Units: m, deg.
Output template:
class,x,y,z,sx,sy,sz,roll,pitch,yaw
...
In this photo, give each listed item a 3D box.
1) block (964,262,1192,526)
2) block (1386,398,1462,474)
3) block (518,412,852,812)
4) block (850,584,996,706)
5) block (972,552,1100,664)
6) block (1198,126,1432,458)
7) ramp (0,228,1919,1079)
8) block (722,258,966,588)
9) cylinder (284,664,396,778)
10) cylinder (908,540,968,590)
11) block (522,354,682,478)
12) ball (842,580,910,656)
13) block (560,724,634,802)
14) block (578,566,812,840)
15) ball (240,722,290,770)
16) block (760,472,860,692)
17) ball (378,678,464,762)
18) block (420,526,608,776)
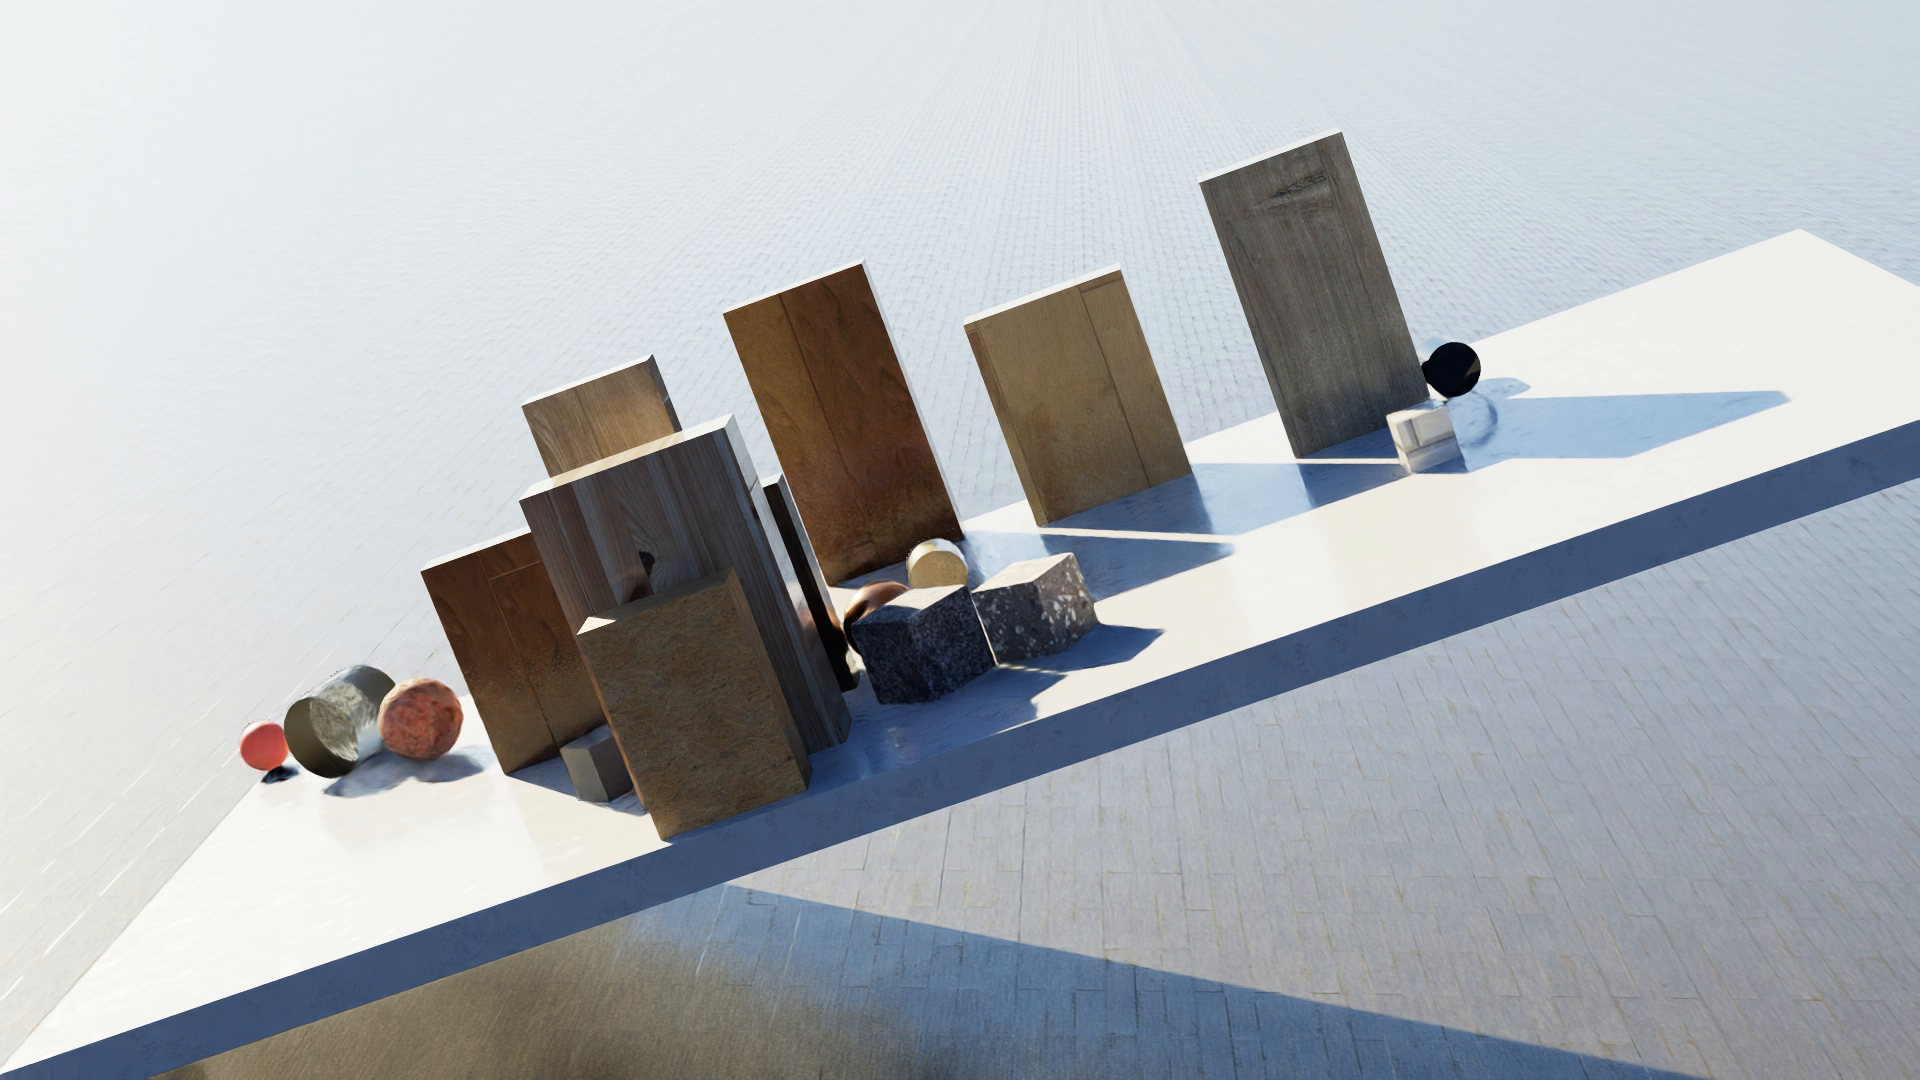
class,x,y,z,sx,sy,sz,roll,pitch,yaw
block,0.277,-0.339,6.883,0.385,0.508,0.122,-19,11,6
block,0.965,-0.217,6.116,0.110,0.110,0.110,-20,11,2
block,-0.523,0.140,5.672,0.419,0.652,0.149,-19,11,6
block,-0.073,0.207,5.787,0.174,0.174,0.174,-29,14,-38
block,0.149,0.134,5.791,0.154,0.154,0.154,-12,14,38
block,0.797,-0.552,6.581,0.330,0.659,0.117,-19,11,6
ramp,0.115,0.177,6.298,4.000,0.100,2.000,-19,11,6
block,-0.273,-0.280,7.061,0.353,0.708,0.103,-19,11,6
cylinder,-1.478,0.436,7.078,0.210,0.210,0.210,5,21,22
cylinder,-0.049,0.073,6.483,0.129,0.129,0.129,-1,11,-3
block,-0.631,0.025,6.095,0.277,0.771,0.090,-19,11,6
ball,-0.156,0.171,6.098,0.174,0.174,0.174,0,13,0
block,-0.709,0.448,5.919,0.117,0.117,0.117,-28,14,-34
block,-0.486,0.302,5.442,0.290,0.418,0.128,-19,11,6
ball,-1.750,0.519,7.403,0.124,0.124,0.124,0,13,0
block,-0.485,0.151,6.051,0.421,0.457,0.101,-19,11,6
ball,-1.251,0.416,6.825,0.195,0.195,0.195,0,13,0
block,-0.940,0.232,6.398,0.287,0.486,0.101,-19,11,6
